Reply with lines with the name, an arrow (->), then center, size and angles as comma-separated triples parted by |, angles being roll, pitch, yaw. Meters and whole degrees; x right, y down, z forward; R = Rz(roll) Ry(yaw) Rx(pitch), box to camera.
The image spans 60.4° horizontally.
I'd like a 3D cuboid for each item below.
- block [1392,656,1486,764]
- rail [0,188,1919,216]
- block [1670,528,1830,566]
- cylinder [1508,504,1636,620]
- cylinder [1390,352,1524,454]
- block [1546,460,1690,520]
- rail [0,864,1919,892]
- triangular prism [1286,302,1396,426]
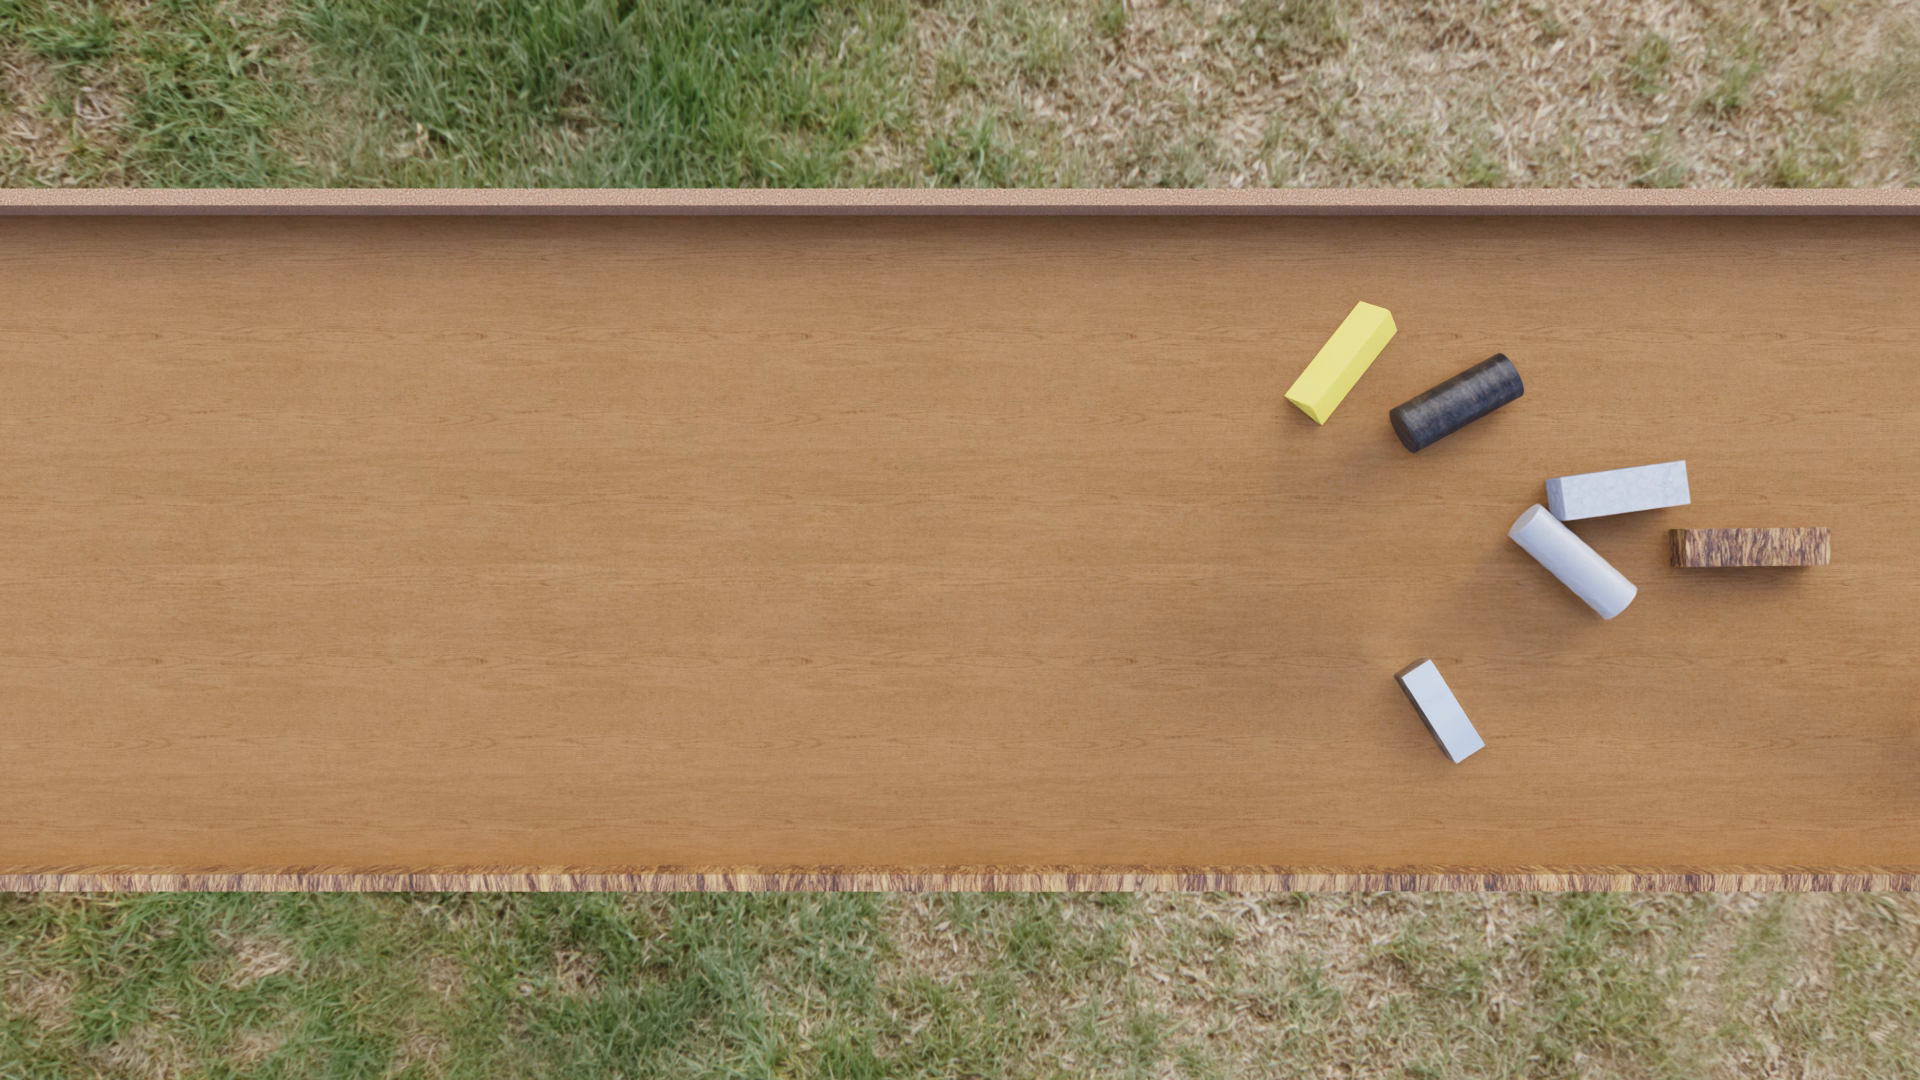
block -> 1.458, 0.517, 5.025 | 0.103, 0.103, 0.308 | -32, 90, 0
rail -> -2.247, -1.025, 5.002 | 12.000, 0.150, 0.050 | 0, 90, 0
block -> 2.402, 0.021, 5.020 | 0.434, 0.114, 0.114 | -1, 90, 0
cylinder -> 1.860, 0.065, 5.010 | 0.387, 0.132, 0.132 | 41, 90, 0
cylinder -> 1.504, -0.415, 5.002 | 0.368, 0.150, 0.150 | -28, 90, 0
block -> 1.996, -0.148, 5.012 | 0.376, 0.130, 0.130 | -8, 90, 0
rail -> -2.247, 1.025, 5.001 | 12.000, 0.150, 0.050 | 0, 90, 0
triangular prism -> 1.171, -0.543, 5.011 | 0.144, 0.125, 0.372 | 39, 90, 0
